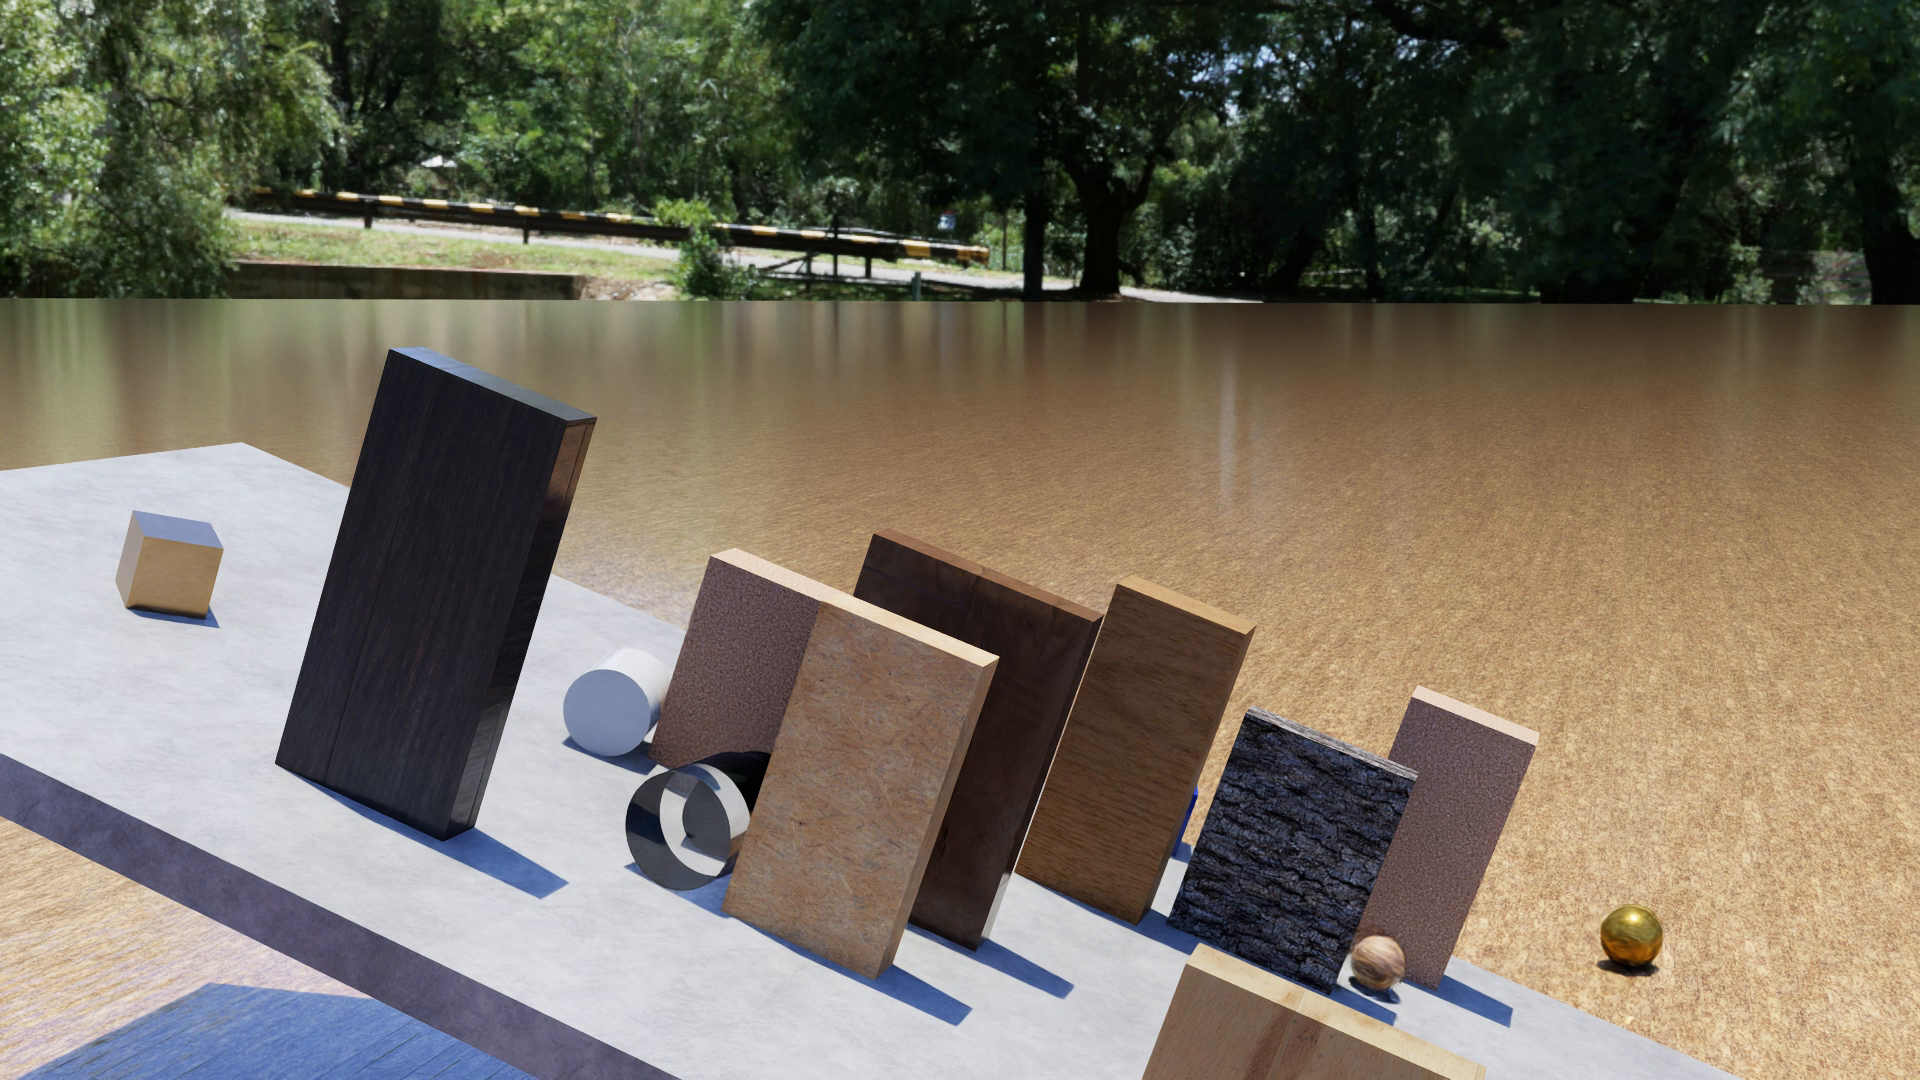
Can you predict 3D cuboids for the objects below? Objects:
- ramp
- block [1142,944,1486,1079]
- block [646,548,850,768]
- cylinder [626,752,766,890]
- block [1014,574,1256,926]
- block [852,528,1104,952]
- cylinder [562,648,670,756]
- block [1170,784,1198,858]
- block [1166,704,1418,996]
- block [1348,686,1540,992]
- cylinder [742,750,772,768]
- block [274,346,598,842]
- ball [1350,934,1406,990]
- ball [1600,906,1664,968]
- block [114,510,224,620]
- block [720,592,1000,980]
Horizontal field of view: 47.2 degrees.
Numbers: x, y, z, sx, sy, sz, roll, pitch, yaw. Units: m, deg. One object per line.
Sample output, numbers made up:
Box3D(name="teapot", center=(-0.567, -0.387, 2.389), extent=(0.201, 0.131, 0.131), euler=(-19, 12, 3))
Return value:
Box3D(name="ramp", center=(-0.342, 0.632, 4.216), extent=(4.000, 0.100, 2.000), euler=(22, 12, 14))
Box3D(name="block", center=(0.437, 0.859, 3.034), extent=(0.419, 0.463, 0.098), euler=(22, 12, 14))
Box3D(name="block", center=(-0.358, 0.299, 4.373), extent=(0.405, 0.439, 0.126), euler=(22, 12, 14))
Box3D(name="cylinder", center=(-0.450, 0.497, 3.908), extent=(0.210, 0.210, 0.210), euler=(3, 6, 22))
Box3D(name="block", center=(0.351, 0.421, 4.430), extent=(0.272, 0.637, 0.133), euler=(22, 12, 14))
Box3D(name="block", center=(-0.052, 0.364, 4.030), extent=(0.433, 0.656, 0.087), euler=(22, 12, 14))
Box3D(name="cylinder", center=(-0.682, 0.323, 4.399), extent=(0.177, 0.177, 0.177), euler=(1, 10, 7))
Box3D(name="block", center=(0.437, 0.596, 4.949), extent=(0.151, 0.151, 0.151), euler=(19, 12, 1))
Box3D(name="block", center=(0.665, 0.621, 4.414), extent=(0.354, 0.472, 0.086), euler=(22, 12, 14))
Box3D(name="block", center=(0.986, 0.627, 4.641), extent=(0.269, 0.568, 0.132), euler=(22, 12, 14))
Box3D(name="cylinder", center=(-0.399, 0.490, 4.177), extent=(0.143, 0.143, 0.143), euler=(0, 11, 4))
Box3D(name="block", center=(-0.893, 0.091, 3.724), extent=(0.344, 0.759, 0.106), euler=(22, 12, 14))
Box3D(name="ball", center=(0.853, 0.863, 4.489), extent=(0.111, 0.111, 0.111), euler=(0, 7, 0))
Box3D(name="ball", center=(1.796, 1.062, 5.881), extent=(0.163, 0.163, 0.163), euler=(0, 7, 0))
Box3D(name="block", center=(-1.564, 0.049, 4.348), extent=(0.152, 0.152, 0.152), euler=(11, 14, -32))
Box3D(name="block", center=(-0.174, 0.420, 3.765), extent=(0.299, 0.585, 0.098), euler=(22, 12, 14))
